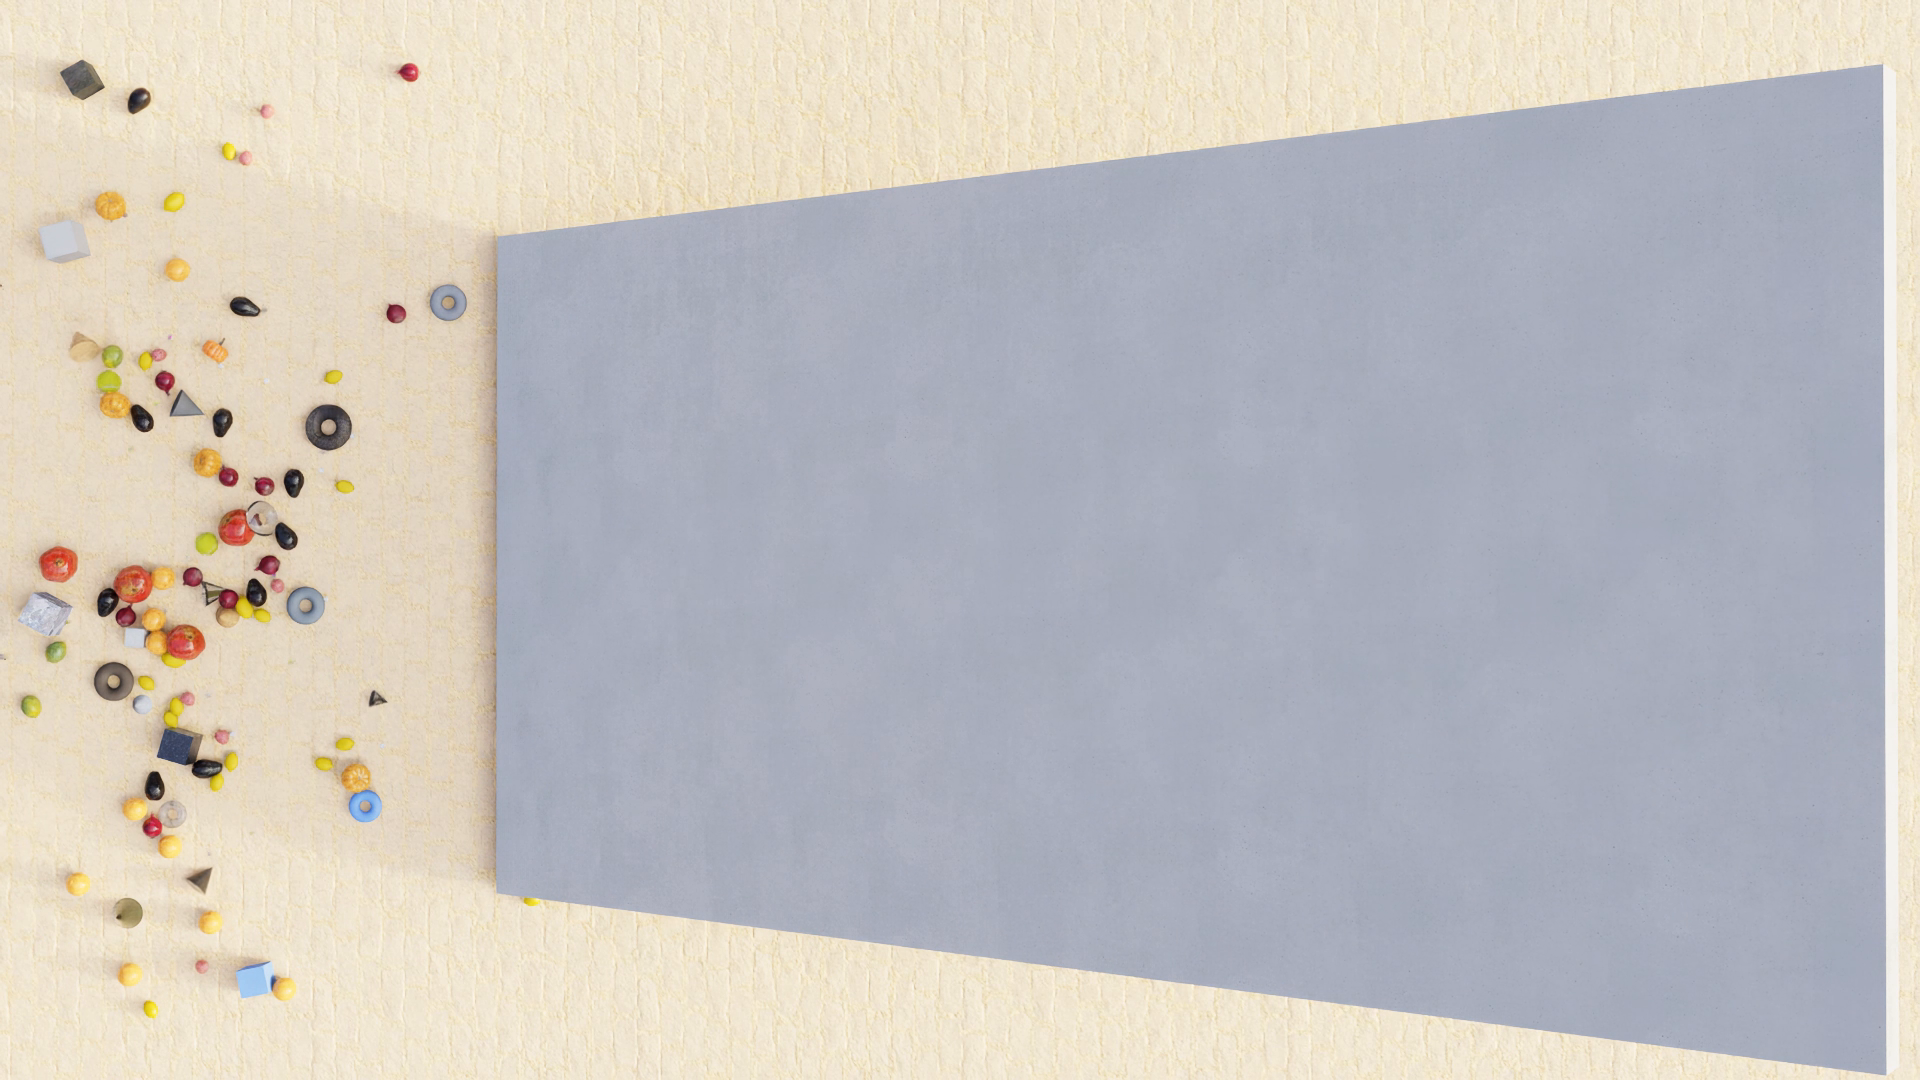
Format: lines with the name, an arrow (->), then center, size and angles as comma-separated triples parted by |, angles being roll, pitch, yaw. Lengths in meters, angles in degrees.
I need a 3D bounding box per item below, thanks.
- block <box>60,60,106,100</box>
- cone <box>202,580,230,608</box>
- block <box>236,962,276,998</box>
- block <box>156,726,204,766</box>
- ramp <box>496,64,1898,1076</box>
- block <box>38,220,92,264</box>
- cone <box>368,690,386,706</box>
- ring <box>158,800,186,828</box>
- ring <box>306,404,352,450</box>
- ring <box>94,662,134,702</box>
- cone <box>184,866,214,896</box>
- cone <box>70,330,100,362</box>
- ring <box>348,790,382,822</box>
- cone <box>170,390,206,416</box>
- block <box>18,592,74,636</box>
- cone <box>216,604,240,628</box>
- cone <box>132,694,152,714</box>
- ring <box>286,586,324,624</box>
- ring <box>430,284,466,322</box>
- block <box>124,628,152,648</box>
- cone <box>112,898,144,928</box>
block -> -2.692, -1.411, 6.746 | 0.080, 0.080, 0.080 | -30, 90, 0
cone -> -2.280, 0.160, 6.755 | 0.083, 0.083, 0.083 | -7, 90, -27
block -> -2.150, 1.345, 6.723 | 0.084, 0.084, 0.084 | -12, 90, 0
block -> -2.385, 0.630, 6.725 | 0.090, 0.090, 0.090 | 16, 90, 0
ramp -> 0.238, 0.066, 5.560 | 4.000, 0.100, 2.000 | 0, 89, 36
block -> -2.740, -0.913, 6.732 | 0.100, 0.100, 0.100 | -15, 90, 0
cone -> -1.782, 0.493, 6.759 | 0.053, 0.053, 0.053 | 17, 90, -26
ring -> -2.419, 0.843, 6.754 | 0.088, 0.029, 0.088 | 0, 90, -1
ring -> -1.939, -0.346, 6.754 | 0.143, 0.048, 0.143 | 0, 88, 1
ring -> -2.598, 0.435, 6.752 | 0.121, 0.040, 0.121 | 0, 91, 1
cone -> -2.320, 1.034, 6.749 | 0.081, 0.081, 0.081 | 38, 63, 0
cone -> -2.702, -0.611, 6.759 | 0.091, 0.091, 0.091 | -31, 63, 0
ring -> -1.826, 0.817, 6.752 | 0.102, 0.034, 0.102 | 0, 90, -1
cone -> -2.364, -0.402, 6.757 | 0.093, 0.093, 0.093 | 25, 90, -27
block -> -2.794, 0.226, 6.724 | 0.098, 0.098, 0.098 | 28, 90, 0
cone -> -2.256, 0.233, 6.736 | 0.075, 0.075, 0.075 | 0, 90, 0
cone -> -2.517, 0.506, 6.740 | 0.062, 0.062, 0.062 | 0, 90, 0
ring -> -2.009, 0.202, 6.754 | 0.118, 0.039, 0.118 | 0, 89, 1
ring -> -1.573, -0.729, 6.762 | 0.114, 0.038, 0.114 | 0, 89, -1
block -> -2.521, 0.299, 6.744 | 0.057, 0.057, 0.057 | 3, 90, 0
cone -> -2.561, 1.148, 6.718 | 0.096, 0.096, 0.096 | 0, 90, 0
